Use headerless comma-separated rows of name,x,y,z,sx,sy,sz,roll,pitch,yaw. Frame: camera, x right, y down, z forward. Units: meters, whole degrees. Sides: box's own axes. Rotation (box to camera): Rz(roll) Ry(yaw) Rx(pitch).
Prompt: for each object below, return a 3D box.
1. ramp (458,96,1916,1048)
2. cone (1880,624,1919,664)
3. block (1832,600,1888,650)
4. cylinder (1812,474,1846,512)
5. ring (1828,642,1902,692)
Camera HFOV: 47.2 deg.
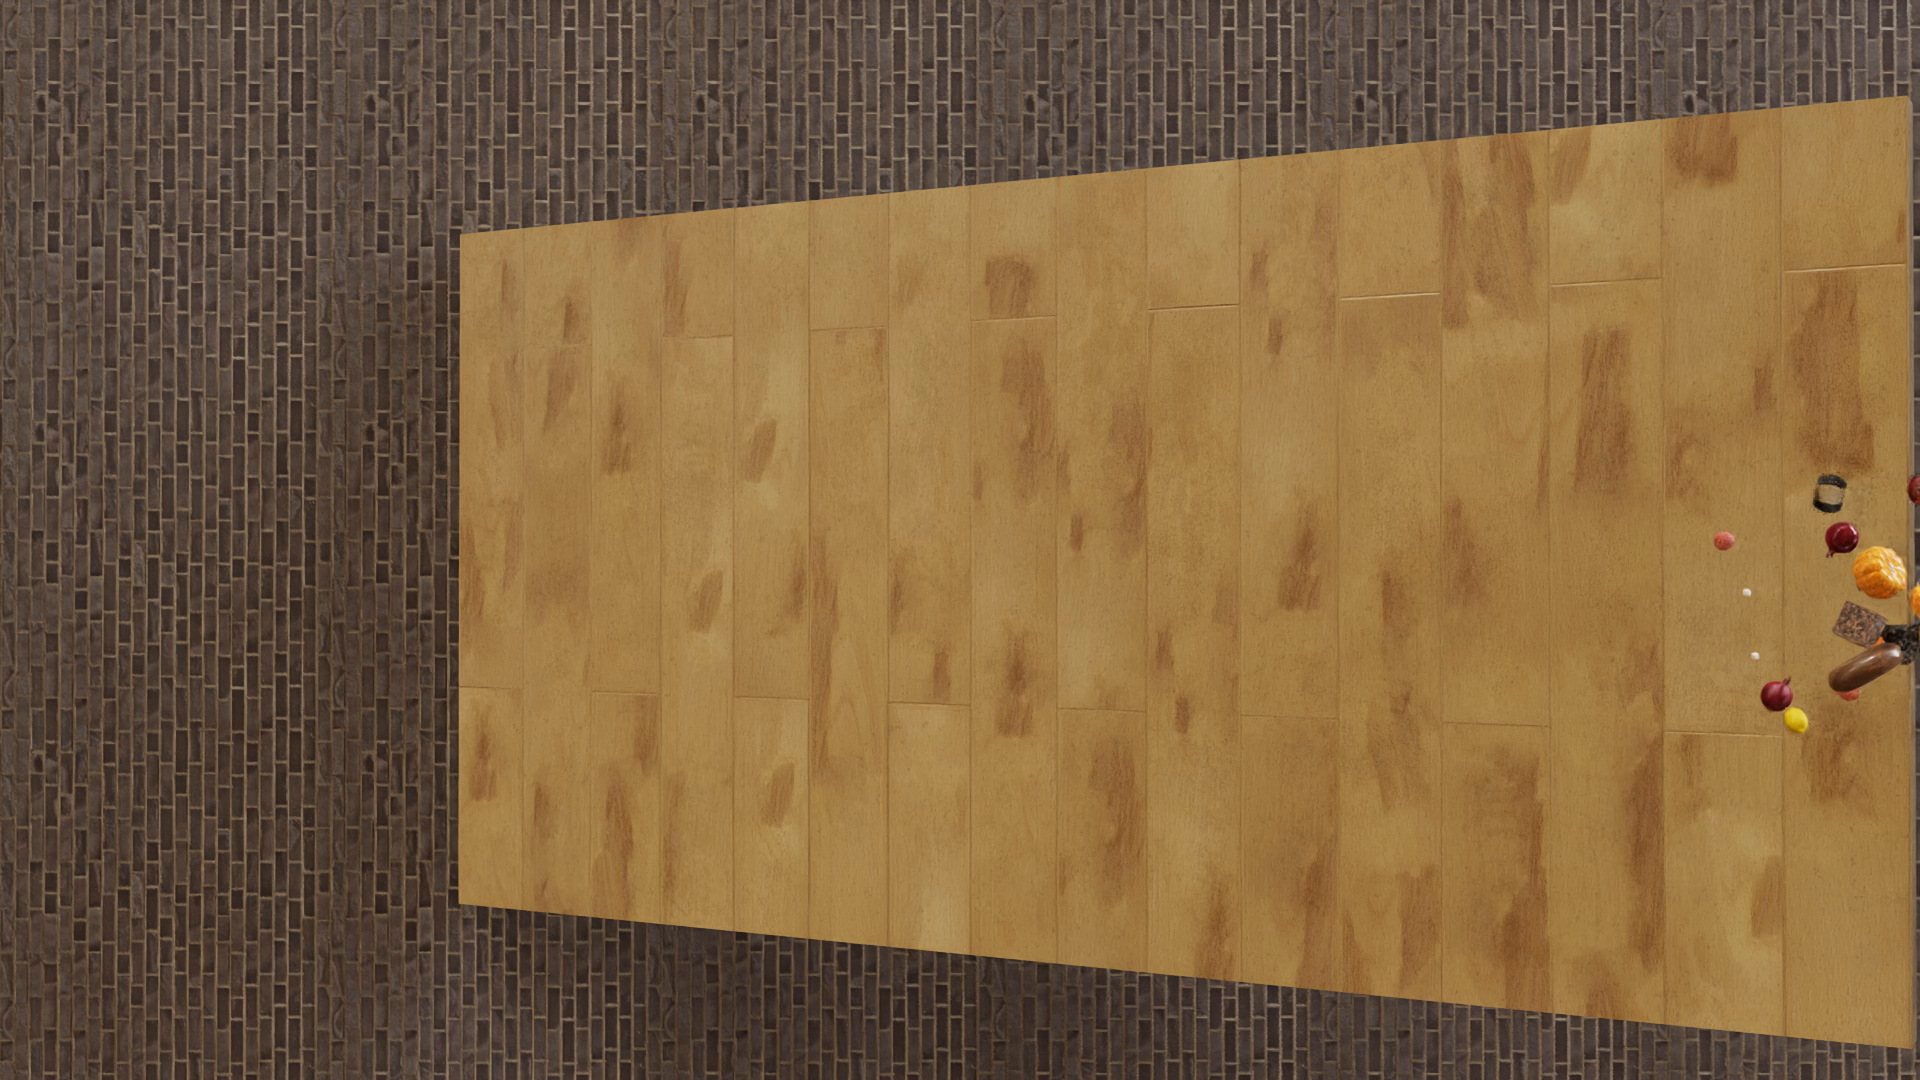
ramp,0.272,0.076,5.635,4.000,0.100,2.000,0,89,29
cone,1.781,0.181,4.198,0.086,0.086,0.086,-14,119,-28
block,1.709,0.163,4.177,0.064,0.064,0.064,28,94,41
cylinder,1.807,-0.096,4.568,0.057,0.057,0.057,-3,126,0
ring,1.575,0.222,3.824,0.134,0.134,0.045,-29,79,0
